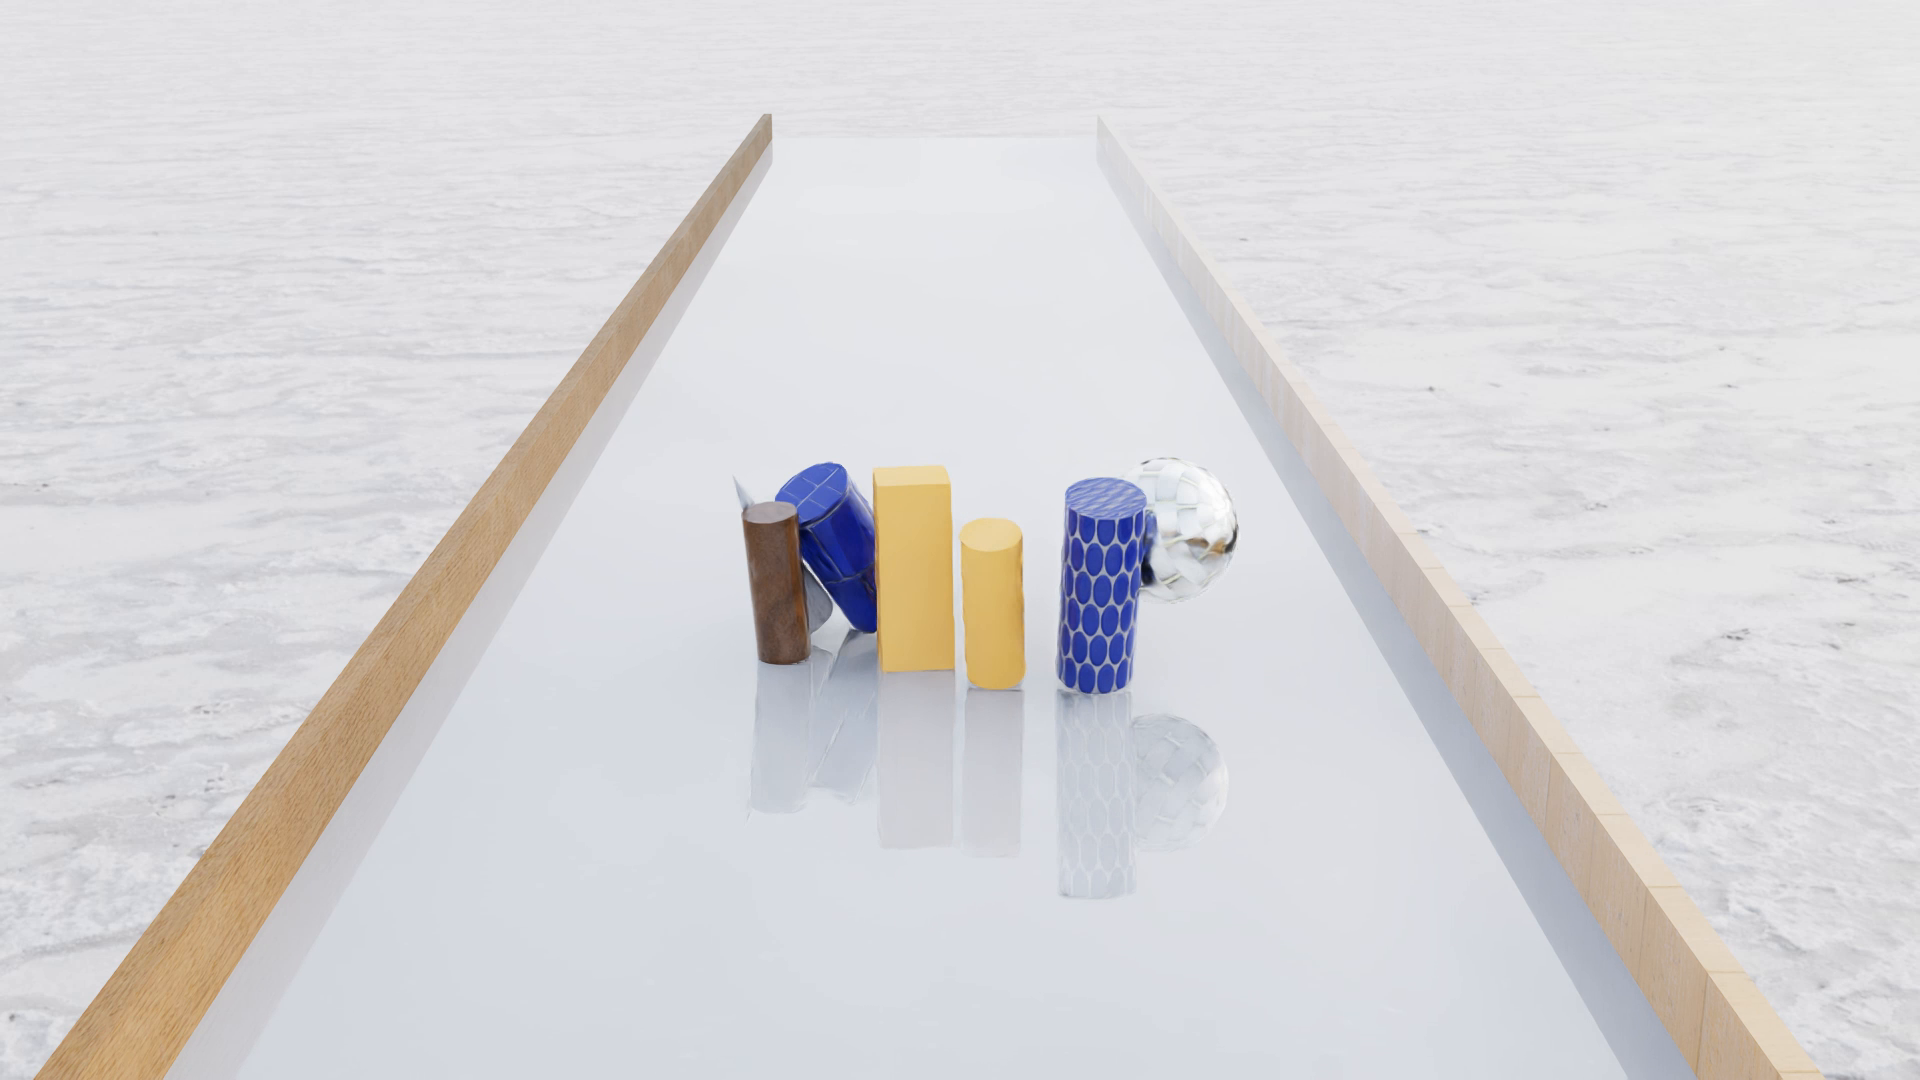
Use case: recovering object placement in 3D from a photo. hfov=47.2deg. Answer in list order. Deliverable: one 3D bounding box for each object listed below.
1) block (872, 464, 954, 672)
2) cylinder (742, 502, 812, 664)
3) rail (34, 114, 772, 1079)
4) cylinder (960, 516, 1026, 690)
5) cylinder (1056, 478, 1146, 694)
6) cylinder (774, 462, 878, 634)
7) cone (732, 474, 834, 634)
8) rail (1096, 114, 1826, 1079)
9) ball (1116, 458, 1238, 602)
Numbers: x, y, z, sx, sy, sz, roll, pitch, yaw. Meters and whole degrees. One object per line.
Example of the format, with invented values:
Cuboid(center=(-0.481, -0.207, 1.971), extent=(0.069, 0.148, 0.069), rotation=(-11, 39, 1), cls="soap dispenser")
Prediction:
Cuboid(center=(-0.092, 0.056, 4.365), extent=(0.143, 0.382, 0.143), rotation=(-3, 17, -5), cls="block")
Cuboid(center=(-0.364, 0.086, 4.376), extent=(0.110, 0.308, 0.110), rotation=(-4, 24, 2), cls="cylinder")
Cuboid(center=(-1.118, -0.838, 7.780), extent=(0.050, 0.150, 12.000), rotation=(0, 17, -1), cls="rail")
Cuboid(center=(0.064, 0.123, 4.209), extent=(0.117, 0.325, 0.117), rotation=(-2, 34, 1), cls="cylinder")
Cuboid(center=(0.266, 0.089, 4.189), extent=(0.153, 0.395, 0.153), rotation=(1, 32, -1), cls="cylinder")
Cuboid(center=(-0.229, 0.018, 4.517), extent=(0.173, 0.331, 0.173), rotation=(-20, 38, 17), cls="cylinder")
Cuboid(center=(-0.389, 0.010, 4.456), extent=(0.135, 0.408, 0.135), rotation=(-13, 41, 12), cls="cone")
Cuboid(center=(0.932, -0.844, 7.801), extent=(0.050, 0.150, 12.000), rotation=(0, 17, -1), cls="rail")
Cuboid(center=(0.406, -0.021, 4.347), extent=(0.285, 0.285, 0.285), rotation=(0, 17, 0), cls="ball")
